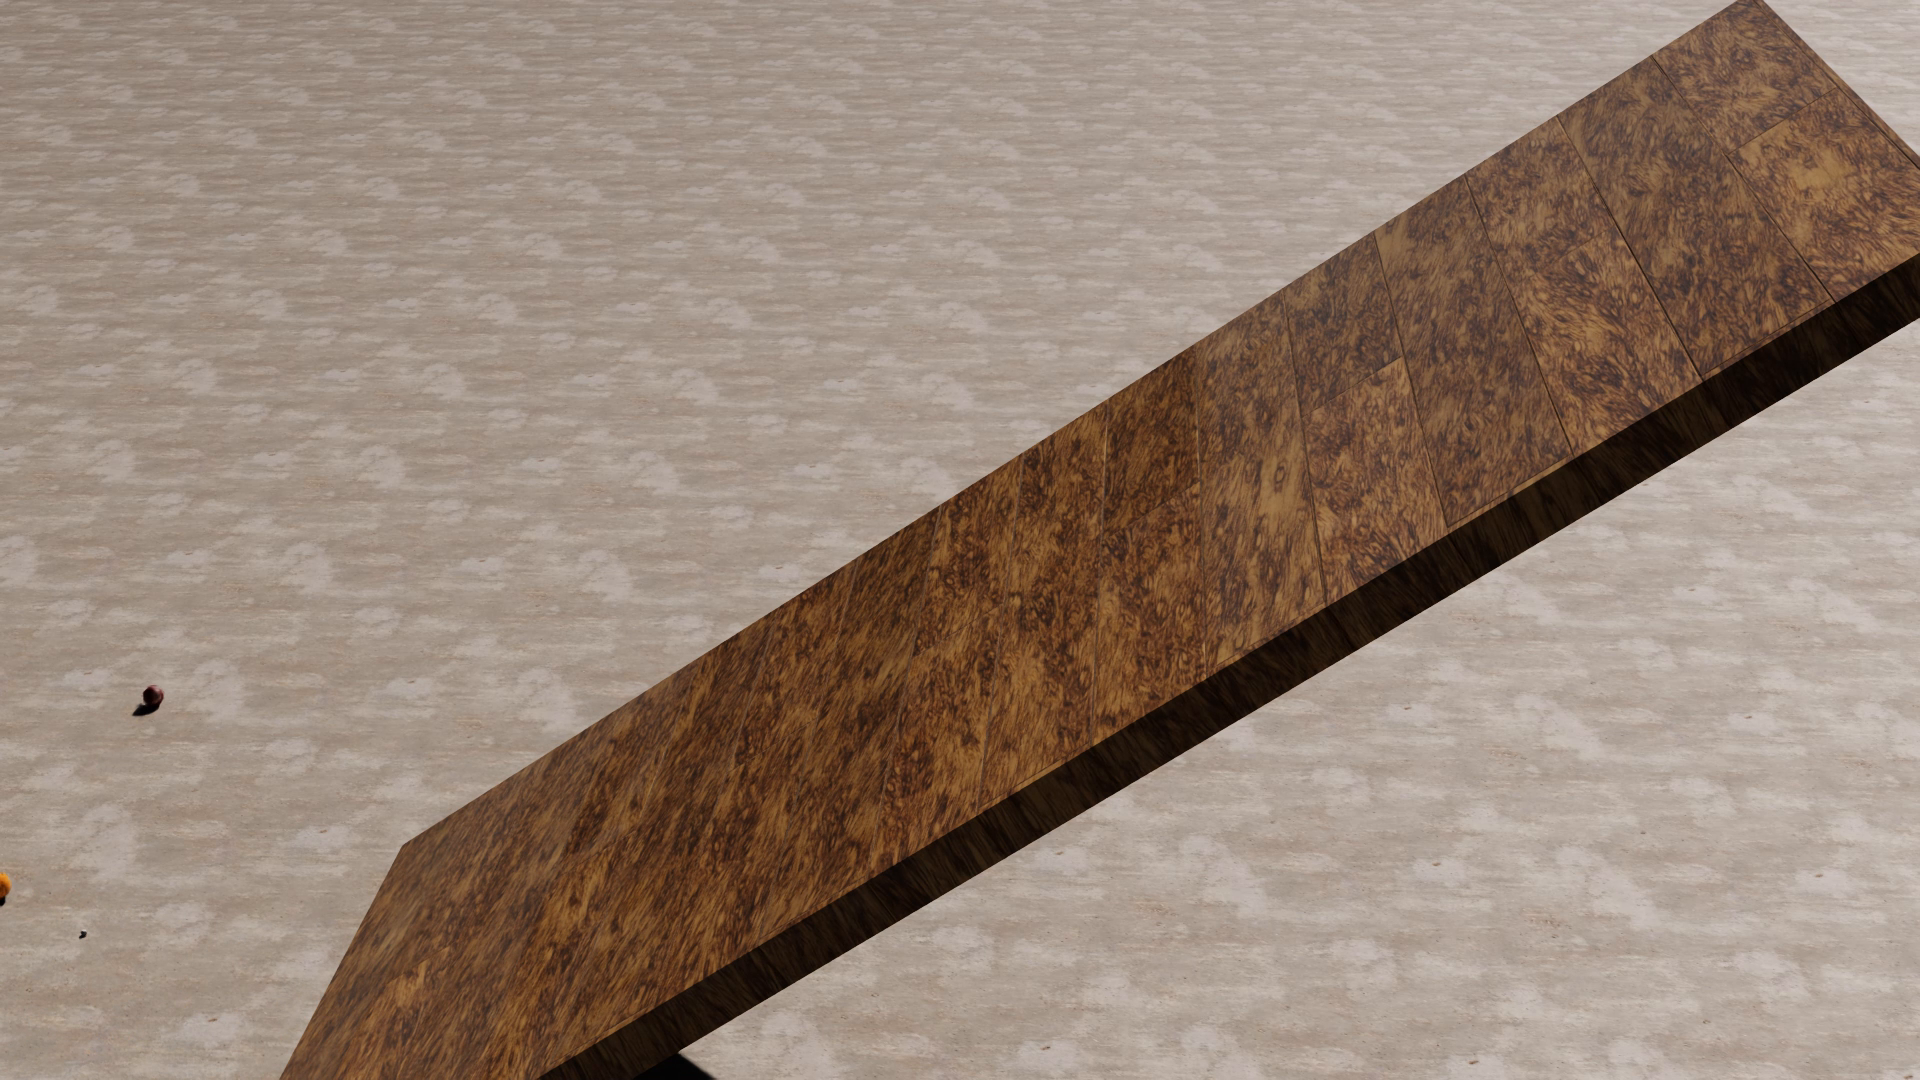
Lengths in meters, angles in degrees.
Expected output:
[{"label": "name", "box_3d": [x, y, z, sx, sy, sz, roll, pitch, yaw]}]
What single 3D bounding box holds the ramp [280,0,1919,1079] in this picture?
[{"label": "ramp", "box_3d": [0.136, 0.173, 6.304, 4.000, 0.100, 2.000, -32, 16, 15]}]
